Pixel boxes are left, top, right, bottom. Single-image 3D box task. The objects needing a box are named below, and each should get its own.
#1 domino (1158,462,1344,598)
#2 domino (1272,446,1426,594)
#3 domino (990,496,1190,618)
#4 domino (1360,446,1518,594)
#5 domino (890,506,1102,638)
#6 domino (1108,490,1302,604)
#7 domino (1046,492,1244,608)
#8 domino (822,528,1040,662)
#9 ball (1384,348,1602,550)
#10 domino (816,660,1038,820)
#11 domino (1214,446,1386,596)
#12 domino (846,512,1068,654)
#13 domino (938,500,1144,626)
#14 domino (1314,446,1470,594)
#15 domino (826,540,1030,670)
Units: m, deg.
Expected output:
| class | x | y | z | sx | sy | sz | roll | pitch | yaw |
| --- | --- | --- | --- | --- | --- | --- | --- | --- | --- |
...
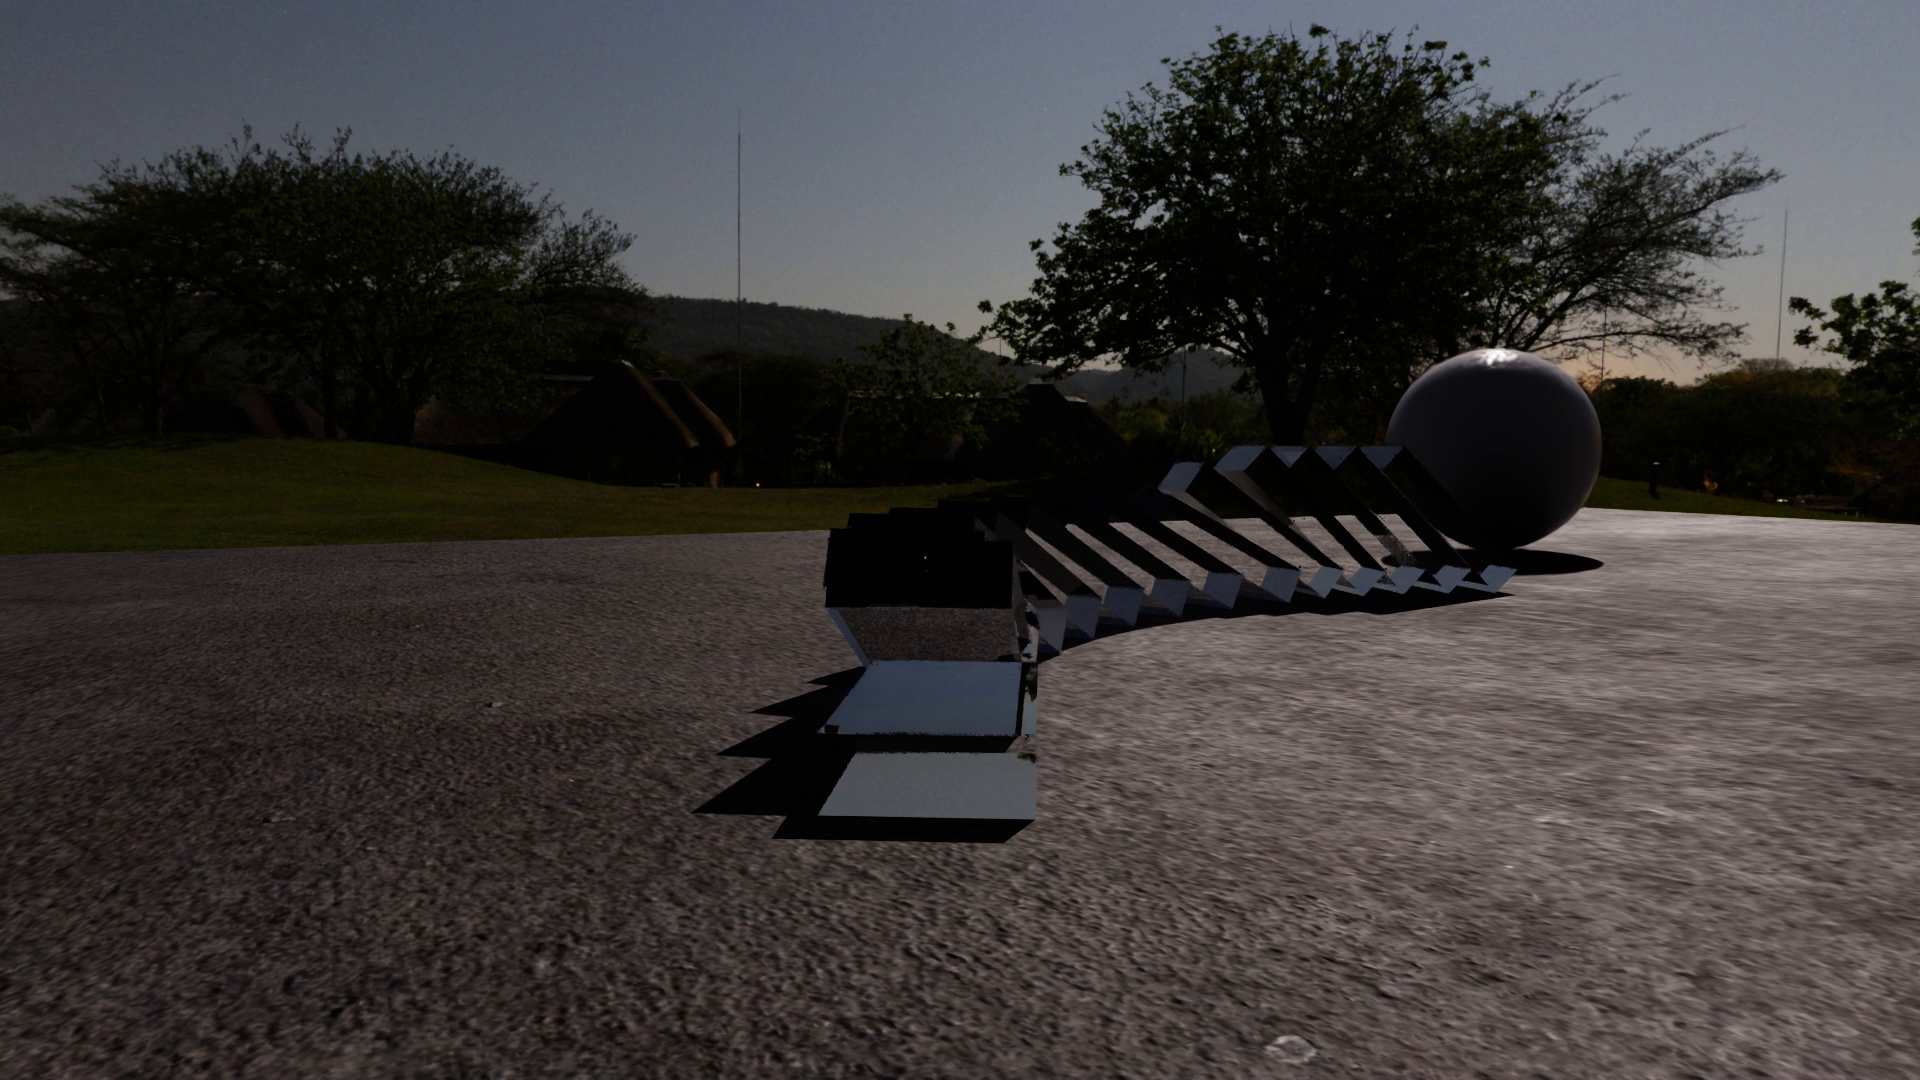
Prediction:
| class | x | y | z | sx | sy | sz | roll | pitch | yaw |
| --- | --- | --- | --- | --- | --- | --- | --- | --- | --- |
| domino | 0.081 | -0.003 | 0.360 | 0.050 | 0.009 | 0.025 | 36 | -2 | -9 |
| domino | 0.109 | -0.006 | 0.372 | 0.050 | 0.009 | 0.025 | 44 | -3 | -9 |
| domino | 0.031 | 0.004 | 0.309 | 0.025 | 0.010 | 0.050 | 4 | -20 | 45 |
| domino | 0.137 | -0.006 | 0.374 | 0.050 | 0.009 | 0.025 | 44 | -3 | -9 |
| domino | 0.008 | 0.007 | 0.268 | 0.025 | 0.009 | 0.050 | 3 | -20 | 32 |
| domino | 0.064 | 0.002 | 0.343 | 0.050 | 0.010 | 0.025 | 27 | -9 | -28 |
| domino | 0.046 | 0.003 | 0.327 | 0.050 | 0.009 | 0.025 | 28 | -14 | -35 |
| domino | -0.003 | 0.011 | 0.221 | 0.025 | 0.009 | 0.050 | 1 | -20 | 14 |
| ball | 0.211 | -0.036 | 0.510 | 0.080 | 0.080 | 0.080 | 0 | 4 | 0 |
| domino | -0.002 | 0.025 | 0.171 | 0.025 | 0.009 | 0.050 | 0 | 4 | 4 |
| domino | 0.097 | -0.006 | 0.367 | 0.050 | 0.009 | 0.025 | 44 | -3 | -9 |
| domino | 0.000 | 0.009 | 0.245 | 0.025 | 0.009 | 0.050 | 2 | -21 | 25 |
| domino | 0.018 | 0.006 | 0.289 | 0.025 | 0.010 | 0.050 | 3 | -20 | 39 |
| domino | 0.123 | -0.006 | 0.374 | 0.050 | 0.009 | 0.025 | 44 | -3 | -9 |
| domino | -0.003 | 0.013 | 0.196 | 0.025 | 0.010 | 0.050 | 0 | -20 | 6 |
